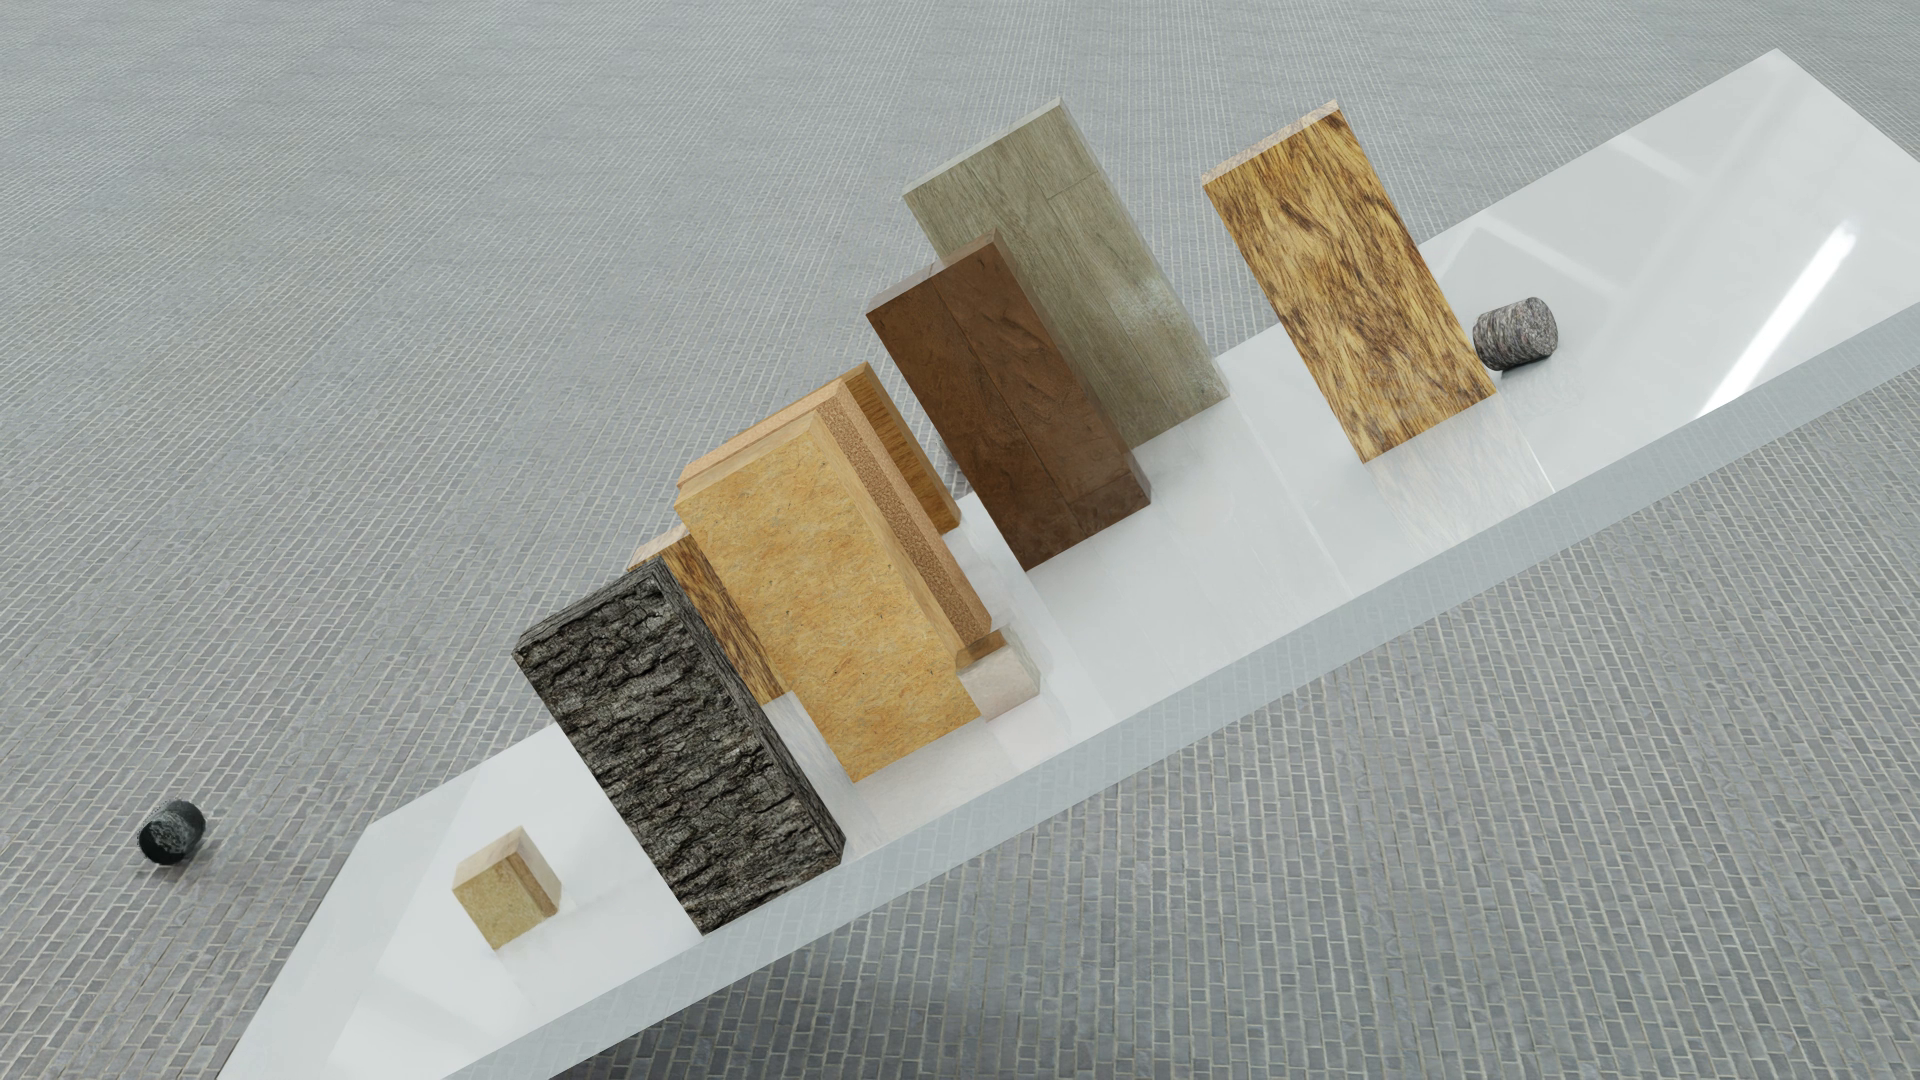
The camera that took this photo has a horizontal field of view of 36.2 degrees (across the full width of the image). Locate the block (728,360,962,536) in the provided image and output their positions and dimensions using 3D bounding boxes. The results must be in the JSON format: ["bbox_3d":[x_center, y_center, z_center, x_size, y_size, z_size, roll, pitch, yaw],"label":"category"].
[{"bbox_3d":[-0.281,-0.138,7.076,0.395,0.441,0.102,-29,15,12],"label":"block"}]

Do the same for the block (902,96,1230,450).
[{"bbox_3d":[0.248,-0.572,6.742,0.411,0.778,0.114,-29,15,12],"label":"block"}]

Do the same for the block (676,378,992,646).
[{"bbox_3d":[-0.258,0.027,6.146,0.386,0.612,0.129,-29,15,12],"label":"block"}]

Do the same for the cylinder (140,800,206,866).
[{"bbox_3d":[-2.050,0.762,7.657,0.128,0.128,0.128,3,19,8],"label":"cylinder"}]

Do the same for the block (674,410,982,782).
[{"bbox_3d":[-0.244,0.113,5.738,0.305,0.661,0.143,-29,15,12],"label":"block"}]

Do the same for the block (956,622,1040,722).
[{"bbox_3d":[0.074,0.256,5.699,0.119,0.119,0.119,-29,15,11],"label":"block"}]

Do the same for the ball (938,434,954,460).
[{"bbox_3d":[0.012,-0.389,10.908,0.194,0.194,0.194,0,19,0],"label":"ball"}]

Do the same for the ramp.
[{"bbox_3d":[0.142,0.168,6.286,4.000,0.100,2.000,-29,15,12],"label":"ramp"}]

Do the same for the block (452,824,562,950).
[{"bbox_3d":[-0.948,0.728,6.164,0.159,0.159,0.159,-31,15,3],"label":"block"}]

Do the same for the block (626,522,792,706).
[{"bbox_3d":[-0.473,0.133,6.610,0.358,0.426,0.143,-29,15,12],"label":"block"}]

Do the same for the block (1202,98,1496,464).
[{"bbox_3d":[0.759,-0.500,5.732,0.296,0.643,0.110,-29,15,12],"label":"block"}]

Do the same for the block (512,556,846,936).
[{"bbox_3d":[-0.514,0.383,5.428,0.304,0.649,0.116,-29,15,12],"label":"block"}]

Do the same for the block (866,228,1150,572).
[{"bbox_3d":[0.109,-0.301,6.356,0.316,0.668,0.140,-29,15,12],"label":"block"}]

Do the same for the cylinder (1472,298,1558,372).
[{"bbox_3d":[1.092,-0.404,5.783,0.118,0.118,0.118,-18,2,43],"label":"cylinder"}]
